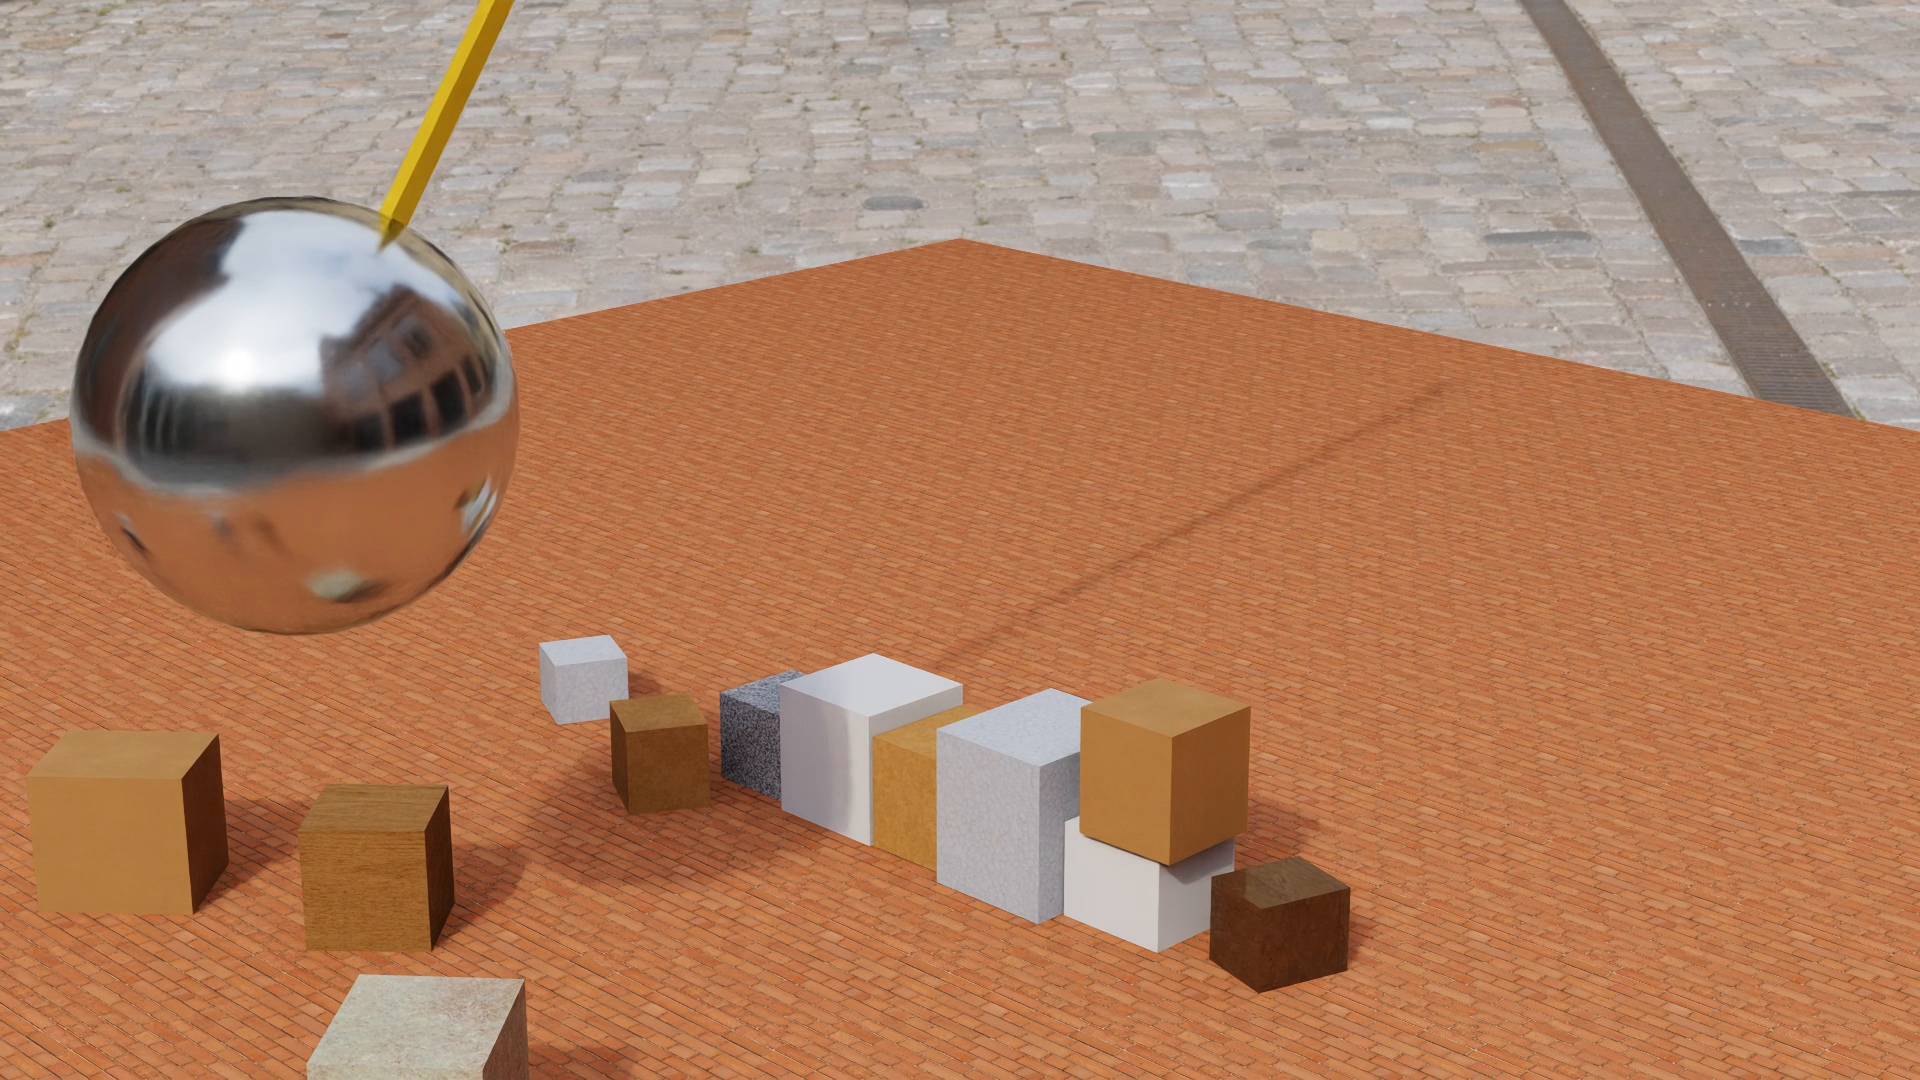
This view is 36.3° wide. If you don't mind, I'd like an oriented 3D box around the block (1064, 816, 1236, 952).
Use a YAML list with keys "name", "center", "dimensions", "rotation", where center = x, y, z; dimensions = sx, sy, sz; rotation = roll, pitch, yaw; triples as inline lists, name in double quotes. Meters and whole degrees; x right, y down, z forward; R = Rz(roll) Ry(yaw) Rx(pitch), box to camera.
- name: "block"
  center: [0.836, 1.458, 12.957]
  dimensions: [0.550, 0.449, 0.507]
  rotation: [17, 24, 42]

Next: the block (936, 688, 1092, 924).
- name: "block"
  center: [0.385, 1.193, 13.303]
  dimensions: [0.749, 0.747, 0.637]
  rotation: [-17, 24, -42]

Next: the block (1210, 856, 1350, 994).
- name: "block"
  center: [1.361, 1.635, 12.495]
  dimensions: [0.454, 0.387, 0.376]
  rotation: [-9, 20, -27]

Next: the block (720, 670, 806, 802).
- name: "block"
  center: [-0.834, 0.970, 14.512]
  dimensions: [0.482, 0.446, 0.514]
  rotation: [-17, 24, -42]

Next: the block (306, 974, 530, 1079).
- name: "block"
  center: [-1.949, 2.056, 10.662]
  dimensions: [0.622, 0.683, 0.715]
  rotation: [1, 17, 4]

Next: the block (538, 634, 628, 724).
- name: "block"
  center: [-1.985, 0.734, 15.467]
  dimensions: [0.383, 0.324, 0.383]
  rotation: [-6, 19, -20]

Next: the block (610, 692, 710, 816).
- name: "block"
  center: [-1.468, 1.041, 14.319]
  dimensions: [0.398, 0.428, 0.447]
  rotation: [-5, 18, -16]

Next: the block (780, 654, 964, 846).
- name: "block"
  center: [-0.424, 0.997, 14.090]
  dimensions: [0.619, 0.649, 0.623]
  rotation: [-17, 24, -42]

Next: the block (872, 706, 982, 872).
- name: "block"
  center: [-0.025, 1.165, 13.719]
  dimensions: [0.580, 0.551, 0.495]
  rotation: [-17, 24, -42]

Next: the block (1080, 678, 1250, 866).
- name: "block"
  center: [0.887, 0.995, 12.712]
  dimensions: [0.514, 0.583, 0.524]
  rotation: [16, 24, 42]

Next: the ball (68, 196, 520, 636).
- name: "ball"
  center: [-2.409, -0.450, 10.675]
  dimensions: [1.600, 1.600, 1.600]
  rotation: [0, 17, 0]

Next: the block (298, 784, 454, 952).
- name: "block"
  center: [-2.548, 1.431, 12.844]
  dimensions: [0.544, 0.568, 0.518]
  rotation: [1, 17, 2]

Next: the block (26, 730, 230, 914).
- name: "block"
  center: [-3.745, 1.268, 13.227]
  dimensions: [0.696, 0.649, 0.565]
  rotation: [1, 17, 3]

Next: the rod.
- name: "rod"
  center: [-1.044, -3.530, 11.138]
  dimensions: [0.080, 5.200, 0.080]
  rotation: [17, -11, 42]
